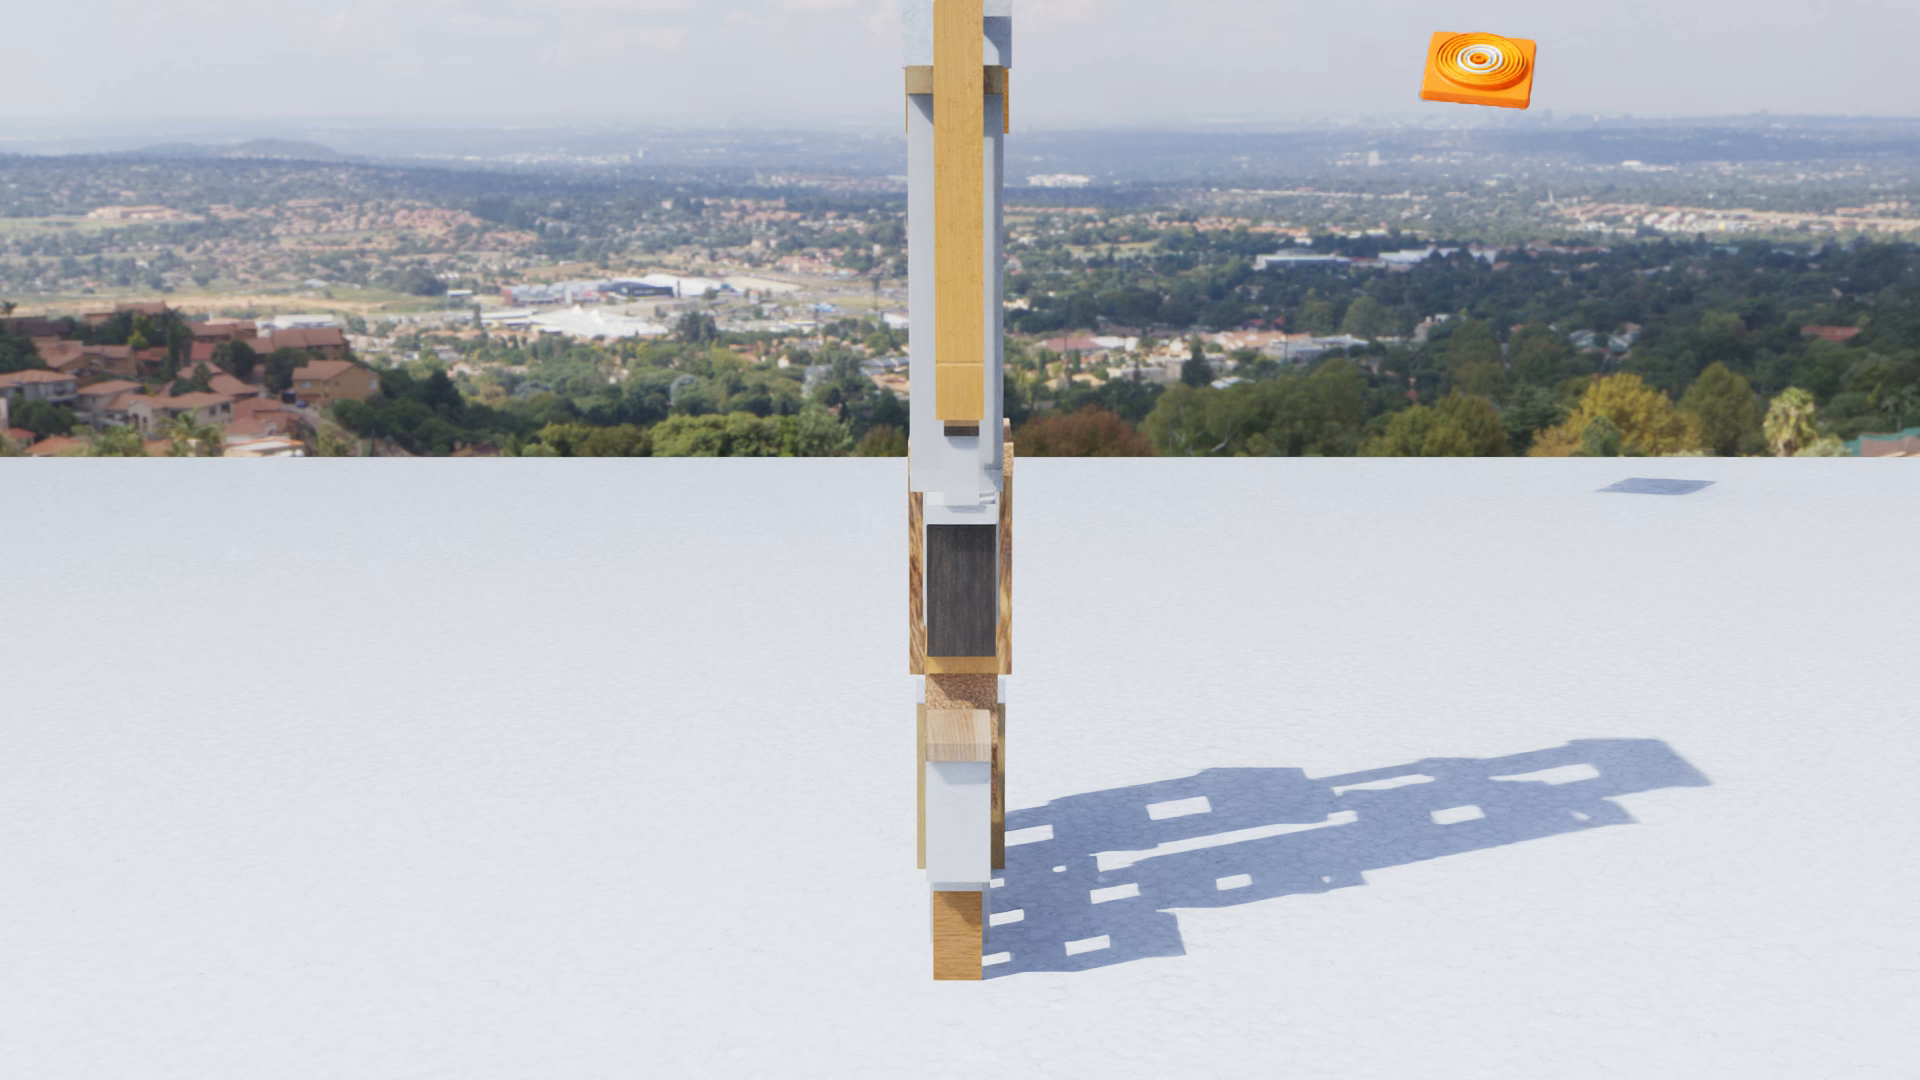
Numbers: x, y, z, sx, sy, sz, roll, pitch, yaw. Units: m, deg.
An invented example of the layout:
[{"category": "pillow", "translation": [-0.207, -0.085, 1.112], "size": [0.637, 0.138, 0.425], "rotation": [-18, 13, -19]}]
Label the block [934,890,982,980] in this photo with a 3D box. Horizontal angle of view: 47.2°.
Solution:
[{"category": "block", "translation": [-0.004, 0.586, 3.289], "size": [0.073, 0.146, 0.021], "rotation": [0, 11, 0]}]

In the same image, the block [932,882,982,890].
[{"category": "block", "translation": [-0.004, 0.496, 3.322], "size": [0.073, 0.021, 0.146], "rotation": [0, 11, 0]}]

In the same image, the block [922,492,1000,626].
[{"category": "block", "translation": [0.002, -0.119, 3.507], "size": [0.122, 0.515, 0.034], "rotation": [0, 11, 0]}]

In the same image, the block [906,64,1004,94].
[{"category": "block", "translation": [-0.007, -0.705, 3.381], "size": [0.143, 0.041, 0.286], "rotation": [0, 10, 0]}]

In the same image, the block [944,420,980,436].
[{"category": "block", "translation": [0.003, -0.169, 3.277], "size": [0.052, 0.015, 0.104], "rotation": [0, 10, 1]}]

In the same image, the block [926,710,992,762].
[{"category": "block", "translation": [-0.002, 0.289, 3.267], "size": [0.094, 0.027, 0.189], "rotation": [0, 11, 0]}]

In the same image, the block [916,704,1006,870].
[{"category": "block", "translation": [0.002, 0.415, 3.784], "size": [0.151, 0.302, 0.043], "rotation": [0, 11, 0]}]

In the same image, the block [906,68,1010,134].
[{"category": "block", "translation": [-0.005, -0.885, 3.586], "size": [0.169, 0.437, 0.048], "rotation": [0, 11, 0]}]

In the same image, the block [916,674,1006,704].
[{"category": "block", "translation": [0.001, 0.227, 3.852], "size": [0.151, 0.043, 0.302], "rotation": [0, 11, 0]}]

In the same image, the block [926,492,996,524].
[{"category": "block", "translation": [0.002, -0.057, 3.367], "size": [0.103, 0.029, 0.207], "rotation": [0, 10, 0]}]

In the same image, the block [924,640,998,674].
[{"category": "block", "translation": [0.002, 0.167, 3.459], "size": [0.112, 0.032, 0.223], "rotation": [0, 10, 0]}]

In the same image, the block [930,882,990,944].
[{"category": "block", "translation": [0.000, 0.537, 3.441], "size": [0.094, 0.188, 0.027], "rotation": [0, 11, 0]}]

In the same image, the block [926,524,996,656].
[{"category": "block", "translation": [0.002, 0.072, 3.320], "size": [0.103, 0.207, 0.029], "rotation": [0, 11, 0]}]

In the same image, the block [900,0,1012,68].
[{"category": "block", "translation": [-0.006, -0.893, 3.356], "size": [0.169, 0.337, 0.048], "rotation": [0, 11, 0]}]

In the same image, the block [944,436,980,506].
[{"category": "block", "translation": [0.002, -0.104, 3.254], "size": [0.052, 0.104, 0.015], "rotation": [0, 10, 0]}]

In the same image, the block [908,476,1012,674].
[{"category": "block", "translation": [0.001, 0.053, 3.717], "size": [0.174, 0.347, 0.049], "rotation": [0, 11, 0]}]

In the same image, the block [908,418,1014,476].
[{"category": "block", "translation": [0.001, -0.163, 3.795], "size": [0.174, 0.049, 0.347], "rotation": [0, 11, 0]}]

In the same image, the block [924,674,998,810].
[{"category": "block", "translation": [0.002, 0.306, 3.410], "size": [0.112, 0.223, 0.032], "rotation": [0, 10, 0]}]

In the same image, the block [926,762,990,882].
[{"category": "block", "translation": [-0.002, 0.407, 3.225], "size": [0.094, 0.189, 0.027], "rotation": [0, 11, 0]}]

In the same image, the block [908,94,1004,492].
[{"category": "block", "translation": [-0.006, -0.373, 3.346], "size": [0.143, 0.600, 0.041], "rotation": [0, 10, 0]}]

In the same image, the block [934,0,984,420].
[{"category": "block", "translation": [-0.002, -0.508, 3.243], "size": [0.072, 0.665, 0.020], "rotation": [0, 10, 1]}]
